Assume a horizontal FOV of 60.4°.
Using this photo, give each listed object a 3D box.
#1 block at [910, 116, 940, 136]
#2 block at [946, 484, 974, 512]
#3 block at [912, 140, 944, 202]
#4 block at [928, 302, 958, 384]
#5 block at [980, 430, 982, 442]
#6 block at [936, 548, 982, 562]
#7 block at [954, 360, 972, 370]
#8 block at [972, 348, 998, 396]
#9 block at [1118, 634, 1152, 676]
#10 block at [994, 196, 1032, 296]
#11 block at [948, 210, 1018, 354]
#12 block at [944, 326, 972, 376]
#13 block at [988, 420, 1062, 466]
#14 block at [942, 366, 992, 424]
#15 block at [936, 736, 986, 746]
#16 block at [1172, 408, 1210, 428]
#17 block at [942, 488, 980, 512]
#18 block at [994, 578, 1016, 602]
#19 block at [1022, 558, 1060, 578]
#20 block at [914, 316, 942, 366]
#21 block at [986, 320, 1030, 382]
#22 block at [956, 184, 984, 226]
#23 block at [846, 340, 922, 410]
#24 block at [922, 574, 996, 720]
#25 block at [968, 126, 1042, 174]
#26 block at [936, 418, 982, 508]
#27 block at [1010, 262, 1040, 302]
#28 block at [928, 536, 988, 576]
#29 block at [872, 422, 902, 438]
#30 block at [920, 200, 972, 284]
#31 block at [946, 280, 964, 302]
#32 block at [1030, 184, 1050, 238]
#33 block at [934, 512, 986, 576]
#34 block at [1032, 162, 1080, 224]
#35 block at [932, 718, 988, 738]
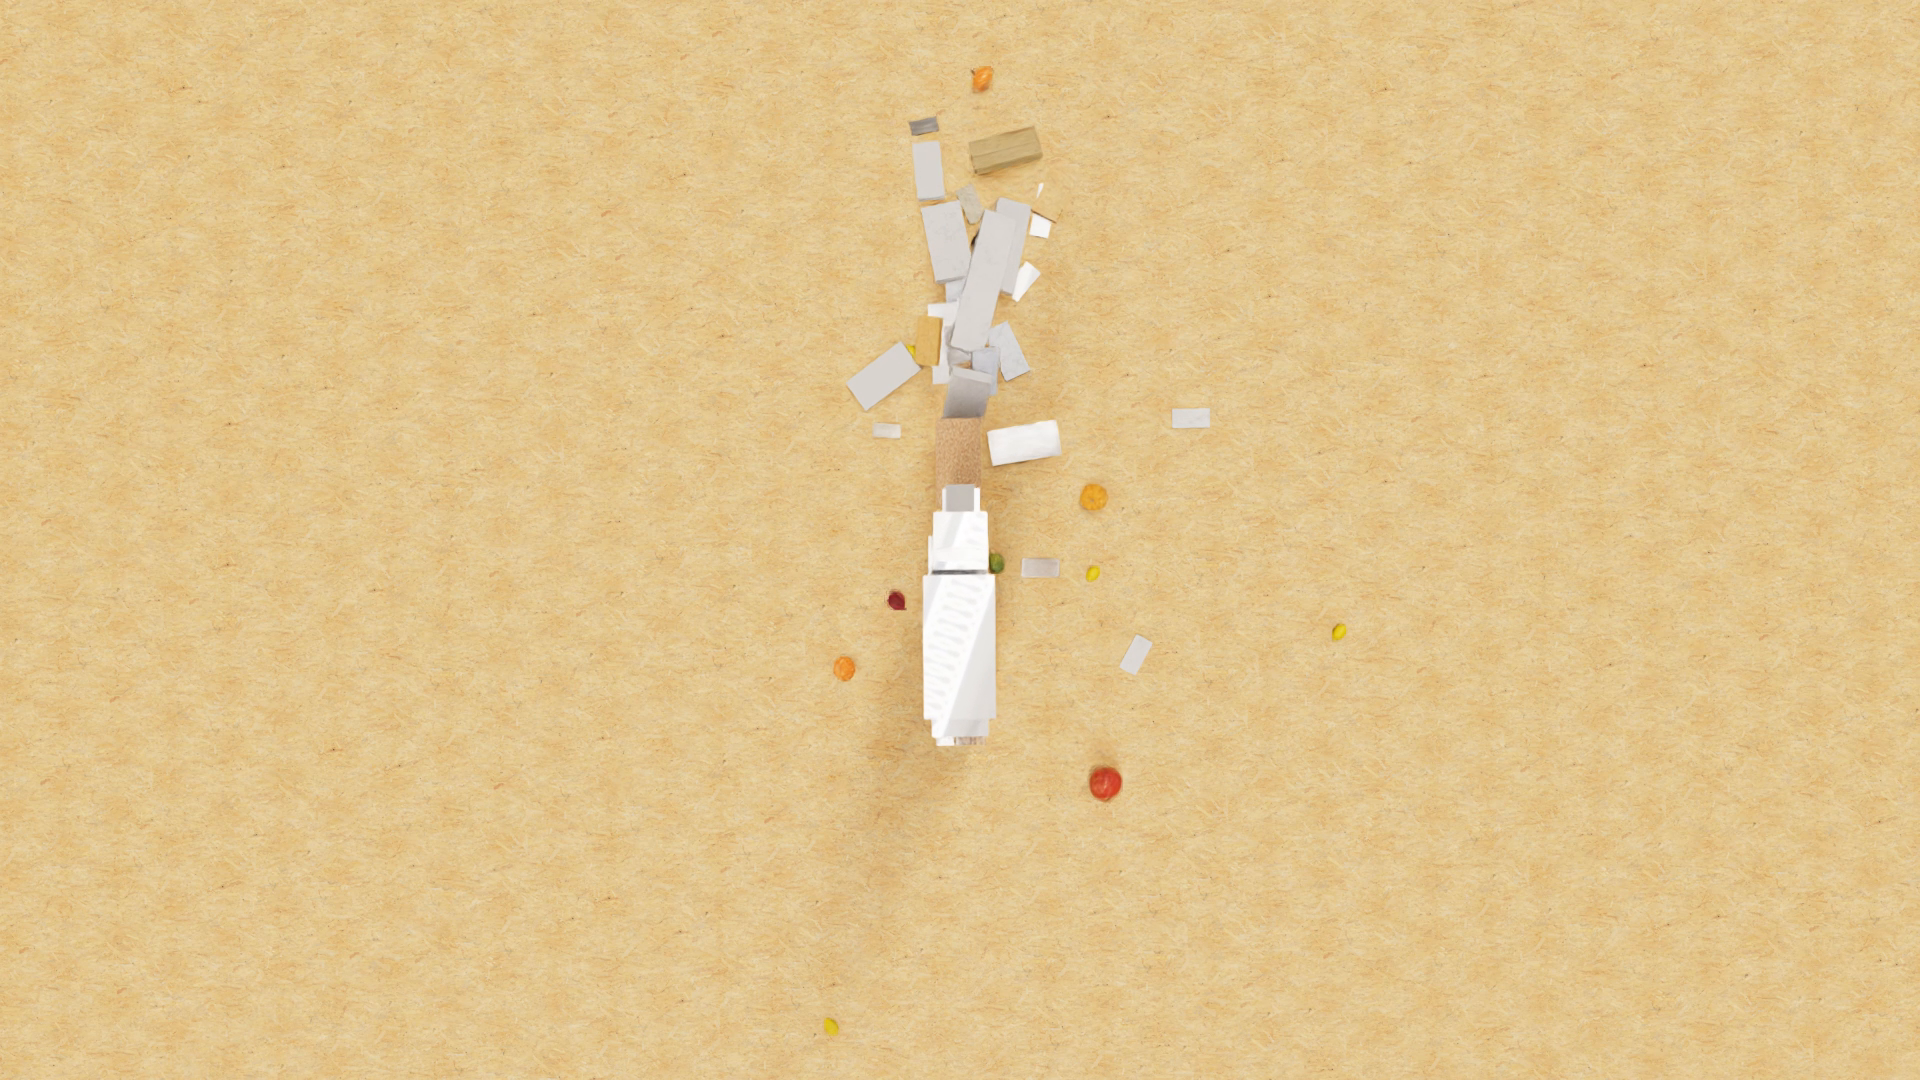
[{"bbox_3d":[-0.119,-1.377,5.493,0.093,0.013,0.046,-13,90,0],"label":"block"},{"bbox_3d":[0.001,-0.091,4.860,0.084,0.024,0.168,-1,52,0],"label":"block"},{"bbox_3d":[-0.105,-1.224,5.472,0.090,0.026,0.192,-6,81,0],"label":"block"},{"bbox_3d":[-0.032,-0.646,5.416,0.131,0.037,0.262,-4,97,-1],"label":"block"},{"bbox_3d":[-0.003,-0.336,5.358,0.142,0.283,0.040,4,91,0],"label":"block"},{"bbox_3d":[-0.002,0.036,4.119,0.113,0.226,0.032,0,90,0],"label":"block"},{"bbox_3d":[0.030,-0.511,5.401,0.079,0.022,0.158,-14,131,1],"label":"block"},{"bbox_3d":[0.079,-0.544,5.352,0.084,0.024,0.168,-6,130,-7],"label":"block"},{"bbox_3d":[0.585,0.382,5.491,0.062,0.018,0.124,28,90,0],"label":"block"},{"bbox_3d":[0.148,-0.970,5.447,0.116,0.033,0.307,14,81,-14],"label":"block"},{"bbox_3d":[0.074,-0.838,5.379,0.113,0.032,0.472,17,80,-14],"label":"block"},{"bbox_3d":[-0.005,-0.622,5.389,0.079,0.022,0.158,-6,97,-1],"label":"block"},{"bbox_3d":[0.214,-0.322,5.484,0.232,0.033,0.116,-9,90,0],"label":"block"},{"bbox_3d":[0.020,-0.456,5.381,0.131,0.262,0.037,13,55,-1],"label":"block"},{"bbox_3d":[0.002,0.470,5.025,0.152,0.043,0.304,0,90,0],"label":"block"},{"bbox_3d":[0.768,-0.405,5.491,0.124,0.018,0.062,-1,90,0],"label":"block"},{"bbox_3d":[0.003,-0.042,4.938,0.111,0.031,0.221,0,91,0],"label":"block"},{"bbox_3d":[0.118,0.171,5.491,0.126,0.018,0.063,-12,90,0],"label":"block"},{"bbox_3d":[0.268,0.093,5.491,0.126,0.018,0.063,0,90,0],"label":"block"},{"bbox_3d":[-0.102,-0.651,5.384,0.079,0.022,0.158,9,101,23],"label":"block"},{"bbox_3d":[0.155,-0.627,5.487,0.090,0.026,0.181,-25,90,0],"label":"block"},{"bbox_3d":[0.037,-1.117,5.491,0.062,0.017,0.123,-25,90,0],"label":"block"},{"bbox_3d":[-0.251,-0.543,5.460,0.232,0.033,0.116,-36,90,12],"label":"block"},{"bbox_3d":[-0.001,0.249,3.859,0.167,0.047,0.334,0,90,0],"label":"block"},{"bbox_3d":[0.150,-1.290,5.461,0.226,0.032,0.113,-14,65,0],"label":"block"},{"bbox_3d":[-0.005,-0.240,5.196,0.142,0.040,0.284,0,90,0],"label":"block"},{"bbox_3d":[0.206,-0.859,5.491,0.062,0.017,0.123,40,90,0],"label":"block"},{"bbox_3d":[-0.005,0.153,4.571,0.165,0.047,0.329,0,90,0],"label":"block"},{"bbox_3d":[-0.244,-0.364,5.493,0.093,0.013,0.046,4,90,0],"label":"block"},{"bbox_3d":[-0.040,-0.984,5.453,0.131,0.037,0.262,-11,77,0],"label":"block"},{"bbox_3d":[0.003,-0.764,5.459,0.097,0.027,0.194,-1,90,0],"label":"block"},{"bbox_3d":[0.278,-1.094,5.491,0.062,0.018,0.171,11,90,0],"label":"block"},{"bbox_3d":[0.000,0.066,4.251,0.138,0.039,0.276,0,90,0],"label":"block"},{"bbox_3d":[0.317,-1.153,5.470,0.090,0.026,0.181,26,90,0],"label":"block"},{"bbox_3d":[-0.001,0.358,4.237,0.145,0.041,0.290,-1,90,0],"label":"block"}]
